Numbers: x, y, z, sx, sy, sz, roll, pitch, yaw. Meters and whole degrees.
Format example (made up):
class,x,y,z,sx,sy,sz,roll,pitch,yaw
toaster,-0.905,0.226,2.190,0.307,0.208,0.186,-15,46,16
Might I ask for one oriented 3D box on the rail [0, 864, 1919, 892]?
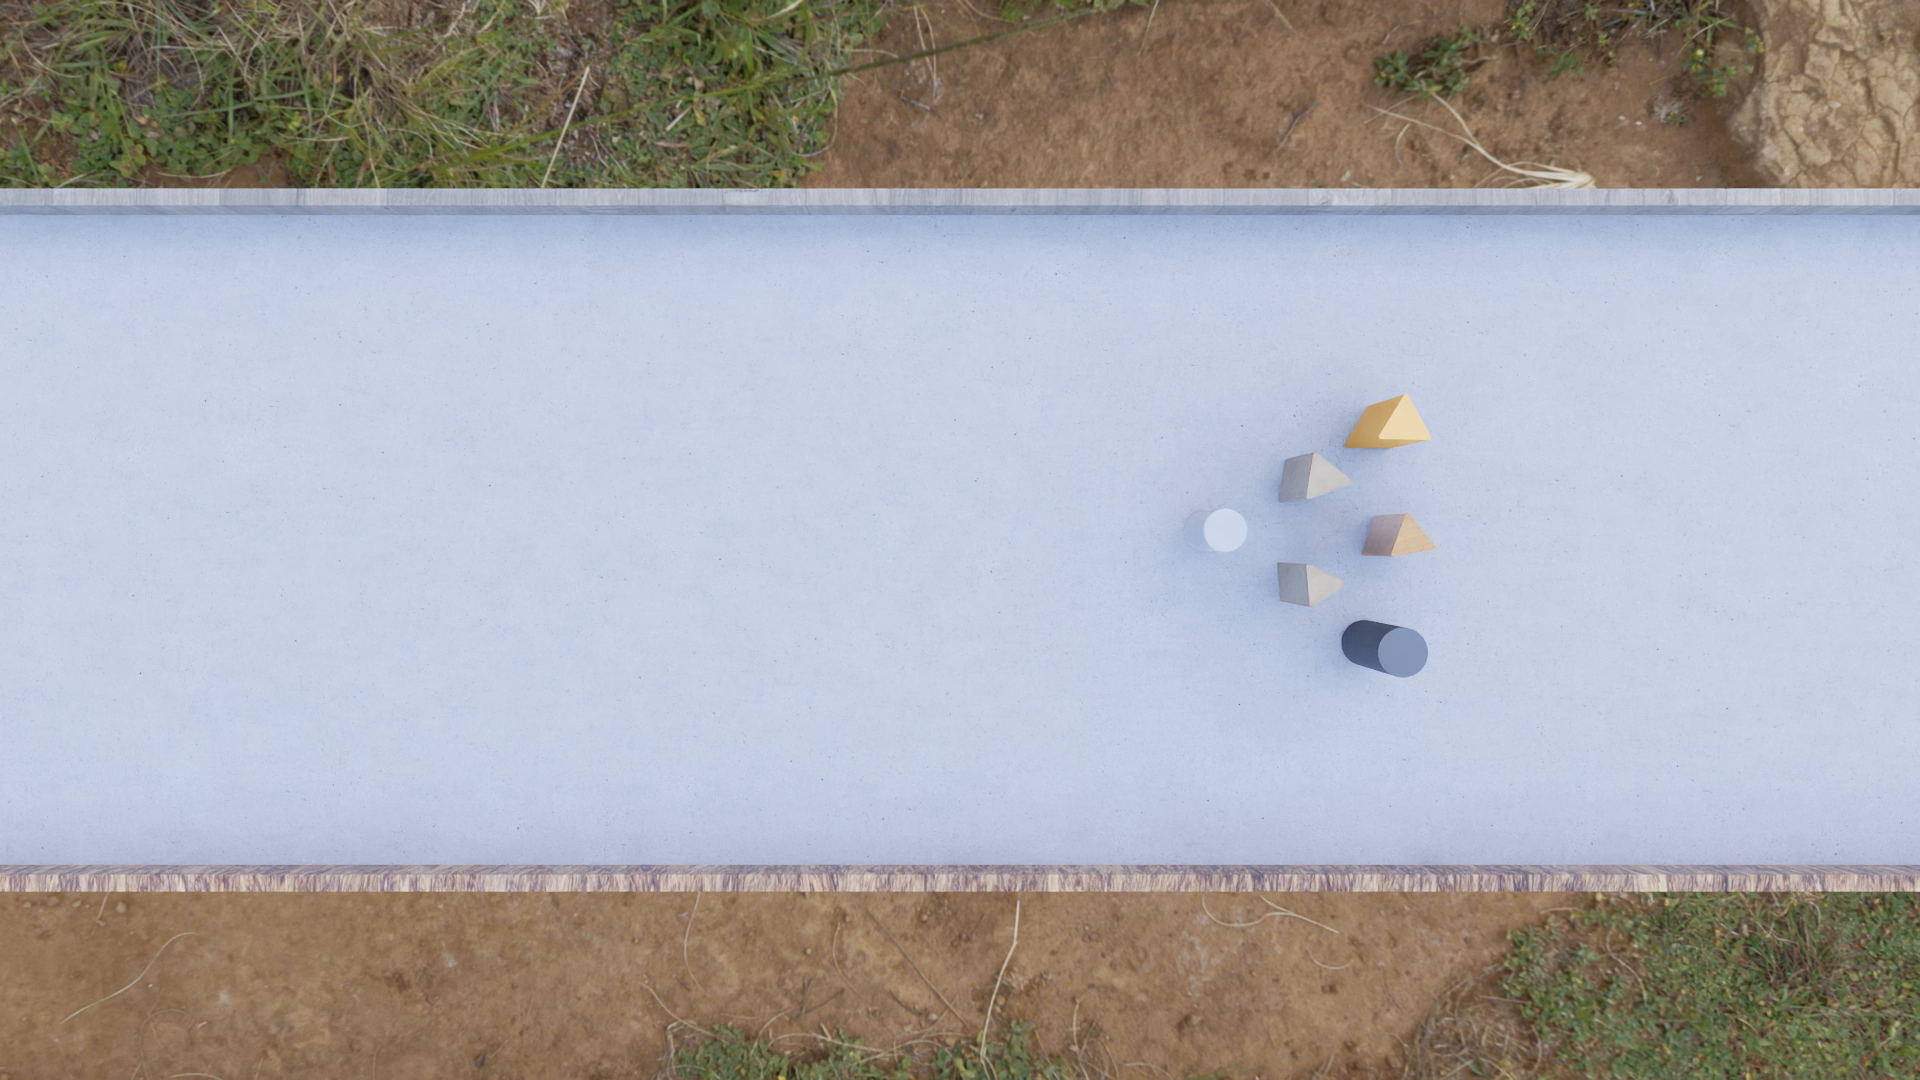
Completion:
class,x,y,z,sx,sy,sz,roll,pitch,yaw
rail,-2.247,1.025,5.001,12.000,0.150,0.050,0,90,0

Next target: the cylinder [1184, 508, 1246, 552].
class,x,y,z,sx,sy,sz,roll,pitch,yaw
cylinder,0.752,-0.028,4.876,0.123,0.401,0.123,0,90,0

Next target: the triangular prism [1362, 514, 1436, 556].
class,x,y,z,sx,sy,sz,roll,pitch,yaw
triangular prism,1.290,-0.021,4.900,0.129,0.353,0.112,-10,90,0

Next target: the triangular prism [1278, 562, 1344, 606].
class,x,y,z,sx,sy,sz,roll,pitch,yaw
triangular prism,1.009,0.111,4.864,0.121,0.425,0.105,-35,90,0

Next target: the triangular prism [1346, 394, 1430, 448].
class,x,y,z,sx,sy,sz,roll,pitch,yaw
triangular prism,1.258,-0.350,4.865,0.145,0.422,0.126,1,90,0

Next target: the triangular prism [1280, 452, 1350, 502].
class,x,y,z,sx,sy,sz,roll,pitch,yaw
triangular prism,1.024,-0.195,4.872,0.135,0.409,0.117,-21,90,0

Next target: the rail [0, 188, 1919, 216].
class,x,y,z,sx,sy,sz,roll,pitch,yaw
rail,-2.247,-1.025,5.002,12.000,0.150,0.050,0,90,0

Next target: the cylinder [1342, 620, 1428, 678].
class,x,y,z,sx,sy,sz,roll,pitch,yaw
cylinder,1.244,0.316,4.854,0.141,0.445,0.141,0,90,0
